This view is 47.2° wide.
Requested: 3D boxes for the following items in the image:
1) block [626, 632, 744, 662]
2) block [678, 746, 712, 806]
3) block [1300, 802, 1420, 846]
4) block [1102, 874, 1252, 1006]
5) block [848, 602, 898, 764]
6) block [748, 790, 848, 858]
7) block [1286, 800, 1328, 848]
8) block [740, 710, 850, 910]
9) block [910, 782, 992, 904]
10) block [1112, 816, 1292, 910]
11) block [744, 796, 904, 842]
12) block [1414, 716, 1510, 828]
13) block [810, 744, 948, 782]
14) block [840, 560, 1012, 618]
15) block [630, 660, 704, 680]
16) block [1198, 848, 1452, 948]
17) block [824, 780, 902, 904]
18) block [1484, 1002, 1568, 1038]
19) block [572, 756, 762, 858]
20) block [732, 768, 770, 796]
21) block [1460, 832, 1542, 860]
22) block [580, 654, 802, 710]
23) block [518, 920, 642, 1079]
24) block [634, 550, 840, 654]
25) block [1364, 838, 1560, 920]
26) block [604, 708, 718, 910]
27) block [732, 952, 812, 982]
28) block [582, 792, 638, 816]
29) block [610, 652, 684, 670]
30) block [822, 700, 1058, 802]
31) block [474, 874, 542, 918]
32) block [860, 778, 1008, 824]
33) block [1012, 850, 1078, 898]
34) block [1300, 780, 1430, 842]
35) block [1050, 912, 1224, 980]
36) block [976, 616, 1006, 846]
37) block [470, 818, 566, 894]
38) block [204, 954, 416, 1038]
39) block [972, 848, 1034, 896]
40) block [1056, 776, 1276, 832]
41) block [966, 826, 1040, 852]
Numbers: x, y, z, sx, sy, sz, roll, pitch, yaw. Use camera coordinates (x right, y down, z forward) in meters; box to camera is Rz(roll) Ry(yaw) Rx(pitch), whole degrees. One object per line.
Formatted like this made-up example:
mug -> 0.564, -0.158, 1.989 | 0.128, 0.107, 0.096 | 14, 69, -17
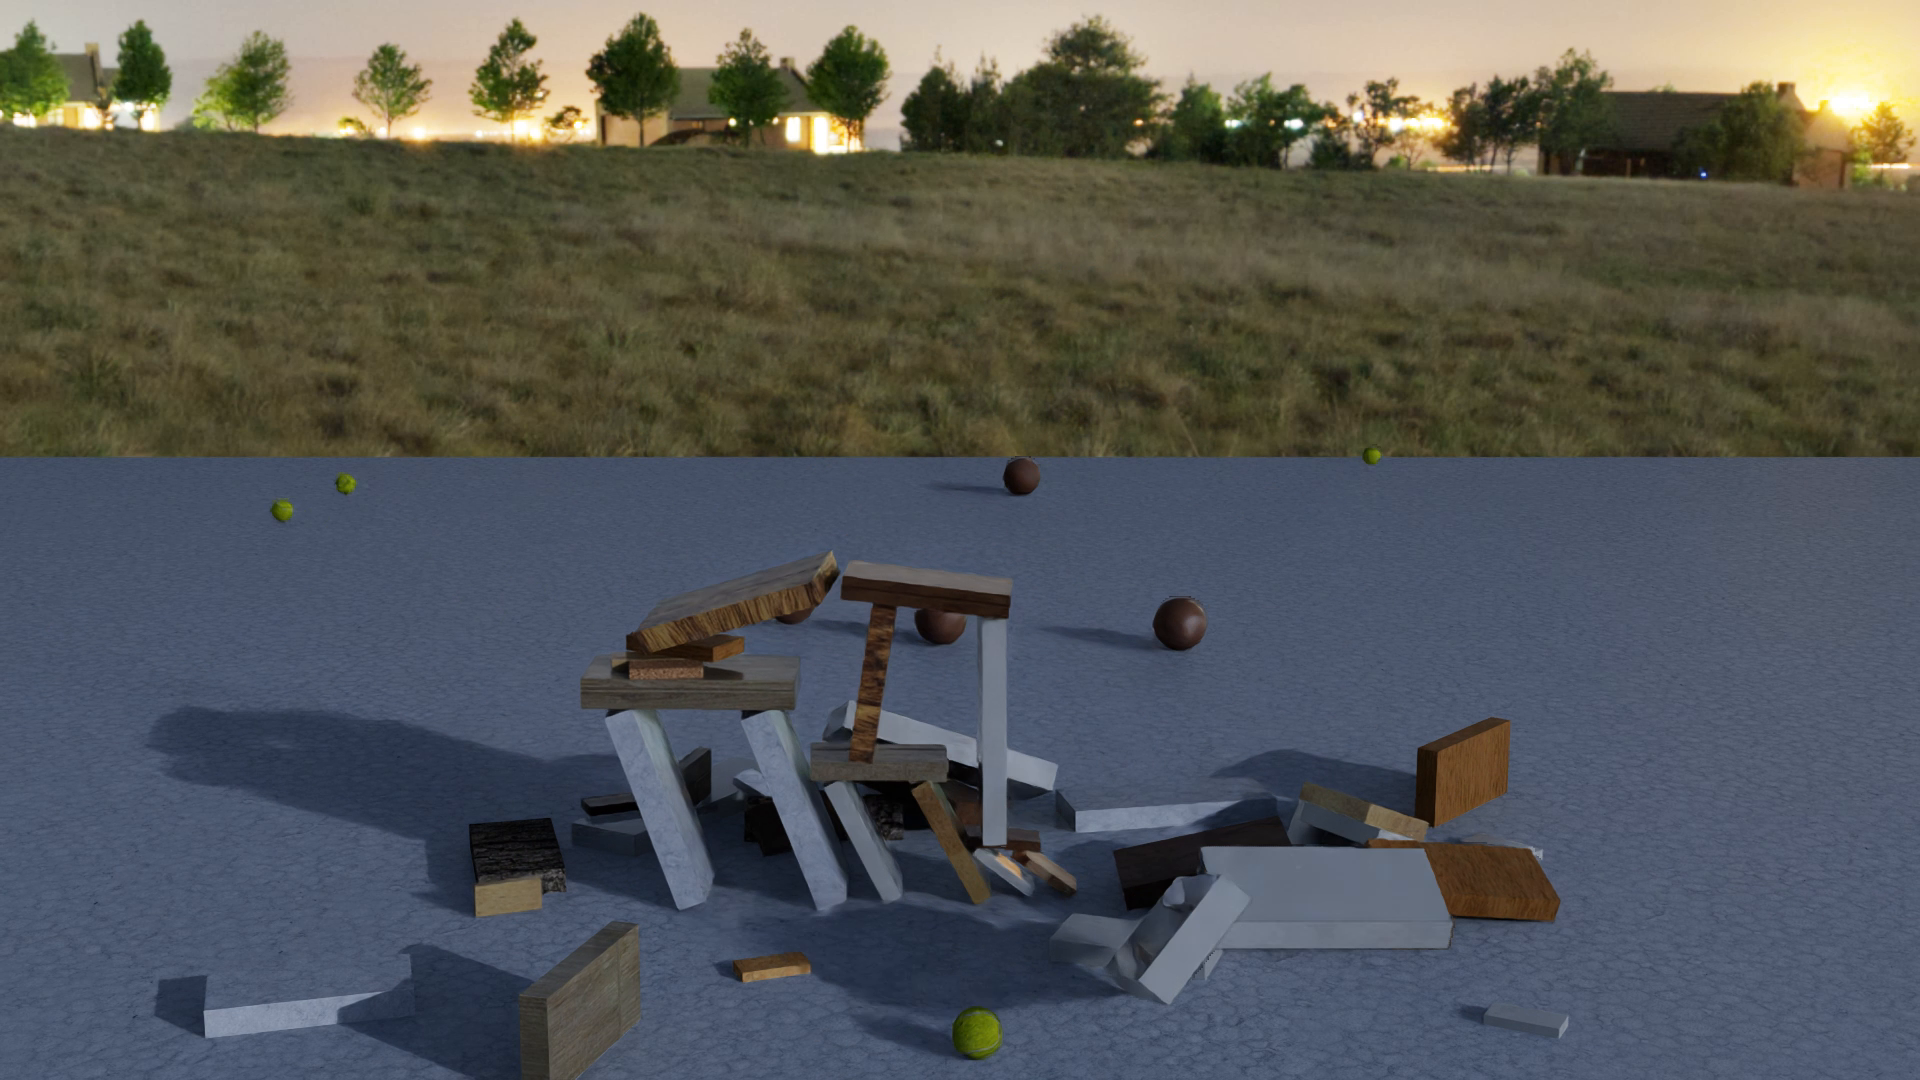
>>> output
block -> -0.455, 0.171, 3.639 | 0.176, 0.025, 0.088 | 6, 12, 29
block -> -0.495, 0.443, 3.996 | 0.025, 0.088, 0.175 | 5, 11, 14
block -> 0.708, 0.510, 3.825 | 0.122, 0.035, 0.244 | 19, -3, -22
block -> 0.299, 0.556, 3.083 | 0.051, 0.180, 0.359 | 40, -10, 3
block -> -0.139, 0.216, 3.597 | 0.038, 0.268, 0.134 | 9, 11, 0
block -> -0.277, 0.499, 3.897 | 0.175, 0.025, 0.088 | -11, 58, -23
block -> 0.615, 0.534, 3.923 | 0.063, 0.018, 0.453 | 3, 11, 15
block -> -0.270, 0.423, 3.641 | 0.049, 0.343, 0.171 | -20, 10, 3
block -> -0.016, 0.486, 3.650 | 0.032, 0.223, 0.112 | -28, 10, 3
block -> 0.405, 0.535, 3.648 | 0.285, 0.040, 0.143 | -12, 18, 1
block -> -0.247, 0.507, 4.007 | 0.284, 0.040, 0.142 | 0, 11, -2
block -> 0.944, 0.433, 4.124 | 0.041, 0.143, 0.286 | 9, 14, 40
block -> -0.134, 0.366, 3.622 | 0.223, 0.032, 0.112 | 1, 11, -3
block -> -0.052, 0.079, 3.544 | 0.268, 0.038, 0.134 | 7, 11, 1
block -> -0.474, 0.209, 3.551 | 0.118, 0.017, 0.059 | -1, 11, -8
block -> 0.562, 0.554, 3.413 | 0.359, 0.051, 0.180 | 1, 31, -5
block -> -0.160, 0.484, 3.651 | 0.032, 0.223, 0.112 | -26, 10, 4
block -> 0.805, 0.683, 3.128 | 0.107, 0.015, 0.054 | 6, 12, 28
block -> -0.506, 0.491, 4.089 | 0.143, 0.041, 0.487 | 6, 12, 30
block -> -0.362, 0.471, 4.122 | 0.120, 0.017, 0.060 | 29, 23, 15
block -> 0.951, 0.544, 3.865 | 0.063, 0.018, 0.127 | -10, 14, -43
block -> -0.437, 0.232, 3.606 | 0.343, 0.049, 0.171 | 0, 11, 0
block -> -0.516, 0.640, 3.009 | 0.041, 0.143, 0.286 | 3, 11, 16
block -> -0.361, 0.101, 3.569 | 0.315, 0.040, 0.142 | -16, 16, 16
block -> 0.812, 0.551, 3.572 | 0.285, 0.040, 0.143 | 5, 27, -10
block -> -0.493, 0.422, 3.641 | 0.049, 0.343, 0.171 | -19, 10, 3
block -> -0.284, 0.646, 3.328 | 0.107, 0.015, 0.054 | -4, 11, -21
block -> -0.623, 0.479, 4.000 | 0.118, 0.017, 0.059 | -5, 12, -25
block -> -0.513, 0.197, 3.610 | 0.118, 0.017, 0.059 | -1, 11, -11
block -> -0.039, 0.389, 4.032 | 0.402, 0.051, 0.180 | 18, -16, -11
block -> -0.736, 0.579, 3.577 | 0.107, 0.054, 0.015 | -4, 16, -22
block -> -0.064, 0.463, 4.077 | 0.284, 0.040, 0.142 | 18, 6, 42
block -> 0.141, 0.548, 3.668 | 0.121, 0.017, 0.060 | 35, 11, -3
block -> 0.717, 0.482, 3.919 | 0.122, 0.035, 0.244 | 19, -3, -19
block -> 0.272, 0.625, 3.386 | 0.244, 0.035, 0.122 | 4, 11, 19
block -> 0.052, 0.296, 3.611 | 0.038, 0.385, 0.134 | -1, 11, -3
block -> -0.765, 0.546, 3.792 | 0.143, 0.041, 0.286 | -3, 11, -15
block -> -0.942, 0.659, 3.188 | 0.286, 0.041, 0.143 | -3, 11, -16
block -> 0.071, 0.544, 3.671 | 0.121, 0.017, 0.060 | 38, 8, -7
block -> 0.382, 0.491, 4.092 | 0.384, 0.041, 0.143 | -2, 11, -12
block -> 0.071, 0.496, 3.654 | 0.121, 0.017, 0.060 | 5, 11, -4
